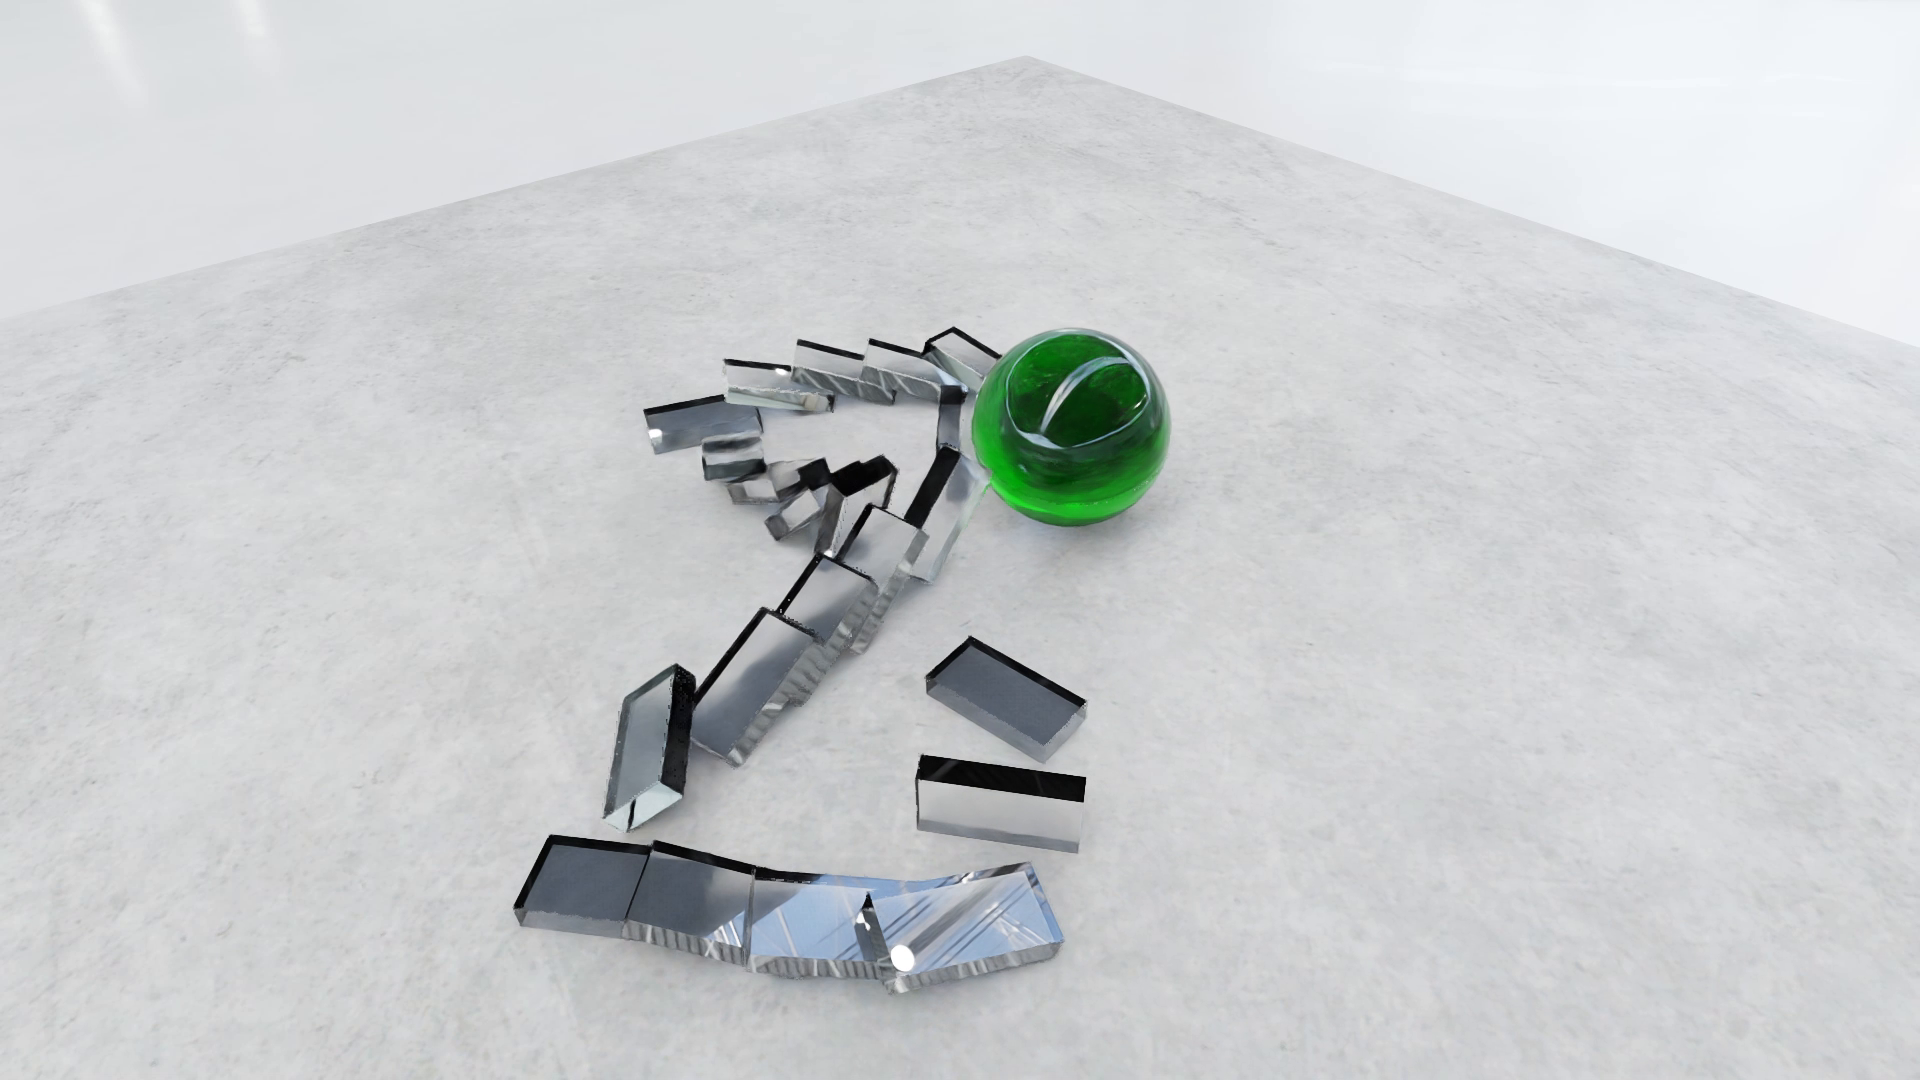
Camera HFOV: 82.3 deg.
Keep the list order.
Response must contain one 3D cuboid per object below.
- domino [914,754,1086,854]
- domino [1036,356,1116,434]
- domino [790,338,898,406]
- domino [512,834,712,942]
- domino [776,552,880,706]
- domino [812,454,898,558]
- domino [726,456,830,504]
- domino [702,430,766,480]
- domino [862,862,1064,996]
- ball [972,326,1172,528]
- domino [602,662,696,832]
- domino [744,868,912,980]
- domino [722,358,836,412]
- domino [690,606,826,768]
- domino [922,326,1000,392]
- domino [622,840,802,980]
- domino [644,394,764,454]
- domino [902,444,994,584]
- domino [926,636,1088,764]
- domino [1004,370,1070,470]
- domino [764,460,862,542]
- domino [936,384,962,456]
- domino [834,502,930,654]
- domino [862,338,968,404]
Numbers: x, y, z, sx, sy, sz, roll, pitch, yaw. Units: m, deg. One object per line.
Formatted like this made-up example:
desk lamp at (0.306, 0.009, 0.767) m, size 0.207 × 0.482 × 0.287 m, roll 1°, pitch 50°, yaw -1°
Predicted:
domino at (0.012, 0.080, 0.333) m, size 0.050 × 0.025 × 0.010 m, roll 6°, pitch 40°, yaw 8°
domino at (0.057, -0.070, 0.529) m, size 0.025 × 0.010 × 0.050 m, roll 14°, pitch 41°, yaw 16°
domino at (-0.056, -0.081, 0.531) m, size 0.050 × 0.010 × 0.025 m, roll 12°, pitch 36°, yaw -13°
domino at (-0.100, 0.101, 0.320) m, size 0.050 × 0.010 × 0.025 m, roll 5°, pitch 40°, yaw 6°
domino at (-0.053, 0.031, 0.390) m, size 0.025 × 0.010 × 0.050 m, roll 25°, pitch 71°, yaw 27°
domino at (-0.041, -0.009, 0.422) m, size 0.025 × 0.050 × 0.010 m, roll -31°, pitch 67°, yaw -33°
domino at (-0.075, -0.024, 0.454) m, size 0.025 × 0.010 × 0.050 m, roll -27°, pitch 15°, yaw -29°
domino at (-0.097, -0.037, 0.473) m, size 0.025 × 0.010 × 0.050 m, roll -8°, pitch 17°, yaw -10°
domino at (0.001, 0.106, 0.302) m, size 0.050 × 0.010 × 0.025 m, roll -2°, pitch 44°, yaw -26°
ball at (0.045, -0.045, 0.443) m, size 0.080 × 0.080 × 0.080 m, roll 0°, pitch 39°, yaw 0°
domino at (-0.099, 0.066, 0.353) m, size 0.025 × 0.010 × 0.050 m, roll -34°, pitch 36°, yaw 19°
domino at (-0.033, 0.106, 0.303) m, size 0.050 × 0.010 × 0.025 m, roll 9°, pitch 40°, yaw -14°
domino at (-0.087, -0.073, 0.523) m, size 0.050 × 0.010 × 0.025 m, roll 3°, pitch 37°, yaw -21°
domino at (-0.071, 0.049, 0.370) m, size 0.025 × 0.009 × 0.050 m, roll 24°, pitch 65°, yaw 26°
domino at (0.009, -0.084, 0.534) m, size 0.050 × 0.009 × 0.025 m, roll 34°, pitch 40°, yaw 16°
domino at (-0.065, 0.103, 0.307) m, size 0.050 × 0.009 × 0.025 m, roll 16°, pitch 39°, yaw -6°
domino at (-0.119, -0.055, 0.511) m, size 0.050 × 0.010 × 0.025 m, roll -14°, pitch 41°, yaw -16°
domino at (-0.008, -0.009, 0.420) m, size 0.010 × 0.050 × 0.025 m, roll 31°, pitch 5°, yaw 32°
domino at (0.016, 0.054, 0.377) m, size 0.050 × 0.009 × 0.025 m, roll 27°, pitch 46°, yaw 29°
domino at (0.035, -0.055, 0.500) m, size 0.025 × 0.010 × 0.050 m, roll -2°, pitch 56°, yaw -2°
domino at (-0.057, -0.015, 0.435) m, size 0.025 × 0.050 × 0.010 m, roll -31°, pitch 92°, yaw -32°
domino at (-0.005, -0.045, 0.486) m, size 0.009 × 0.025 × 0.050 m, roll 1°, pitch 39°, yaw 1°
domino at (-0.035, 0.014, 0.404) m, size 0.025 × 0.009 × 0.050 m, roll 27°, pitch 83°, yaw 28°
domino at (-0.021, -0.081, 0.530) m, size 0.050 × 0.010 × 0.025 m, roll 14°, pitch 38°, yaw -11°
